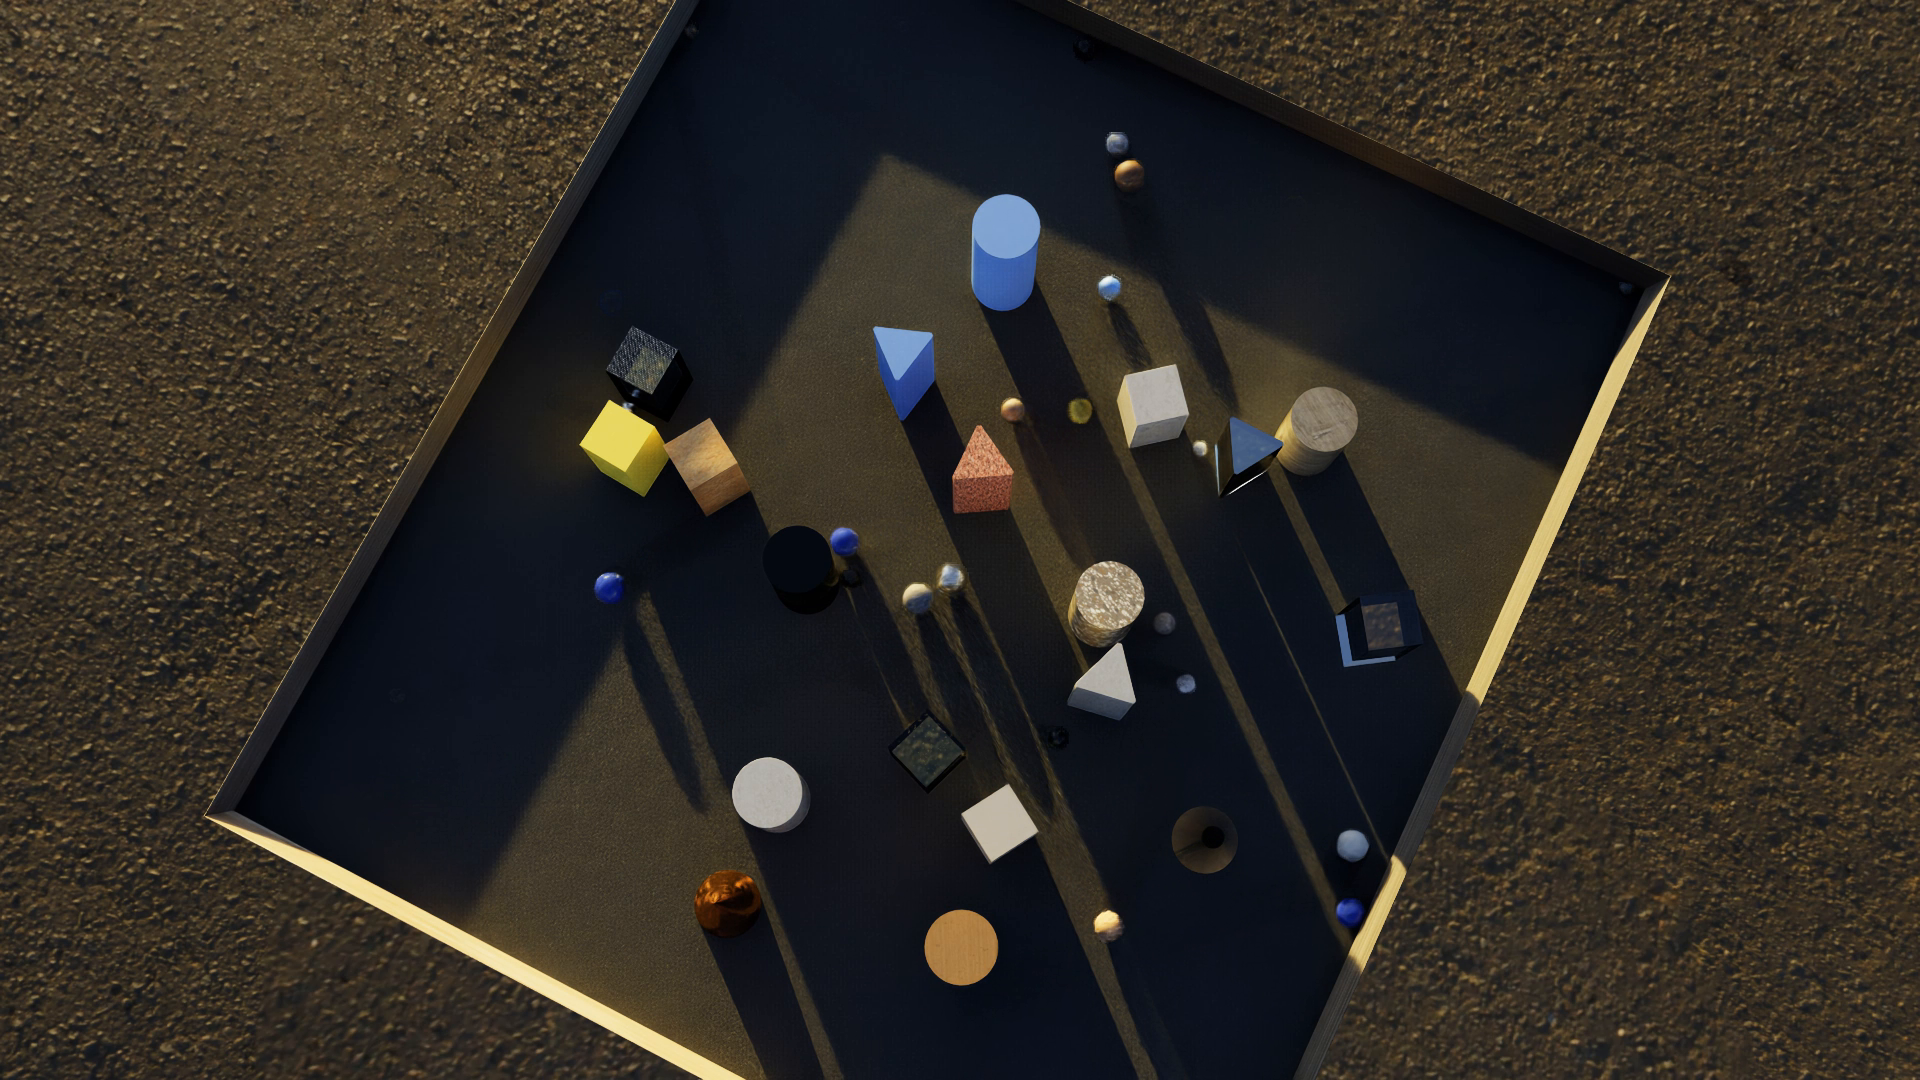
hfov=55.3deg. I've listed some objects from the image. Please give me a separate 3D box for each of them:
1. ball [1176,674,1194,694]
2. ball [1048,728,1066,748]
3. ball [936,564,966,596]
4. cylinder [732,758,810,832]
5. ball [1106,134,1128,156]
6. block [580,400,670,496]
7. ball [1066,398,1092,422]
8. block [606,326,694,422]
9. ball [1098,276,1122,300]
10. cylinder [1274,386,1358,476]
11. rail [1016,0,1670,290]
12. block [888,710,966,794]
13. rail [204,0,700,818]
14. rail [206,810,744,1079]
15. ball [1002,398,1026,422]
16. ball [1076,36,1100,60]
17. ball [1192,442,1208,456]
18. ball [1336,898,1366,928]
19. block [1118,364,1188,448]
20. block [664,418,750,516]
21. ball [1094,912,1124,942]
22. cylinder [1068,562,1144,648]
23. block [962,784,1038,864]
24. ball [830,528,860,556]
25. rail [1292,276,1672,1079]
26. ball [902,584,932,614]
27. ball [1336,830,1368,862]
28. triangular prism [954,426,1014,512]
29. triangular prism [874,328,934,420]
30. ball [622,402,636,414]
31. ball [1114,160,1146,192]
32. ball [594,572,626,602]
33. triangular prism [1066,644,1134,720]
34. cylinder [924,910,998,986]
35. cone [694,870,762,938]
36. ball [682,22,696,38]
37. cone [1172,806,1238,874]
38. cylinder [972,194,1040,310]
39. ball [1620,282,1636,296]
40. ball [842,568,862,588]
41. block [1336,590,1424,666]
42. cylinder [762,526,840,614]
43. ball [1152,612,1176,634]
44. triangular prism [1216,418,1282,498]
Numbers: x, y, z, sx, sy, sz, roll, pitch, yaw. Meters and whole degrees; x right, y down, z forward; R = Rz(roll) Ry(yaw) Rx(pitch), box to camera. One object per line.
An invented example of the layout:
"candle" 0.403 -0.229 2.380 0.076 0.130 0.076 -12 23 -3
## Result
"ball" 0.677 0.432 5.499 0.055 0.055 0.055 0 78 0
"ball" 0.291 0.592 5.465 0.057 0.057 0.057 0 78 0
"ball" -0.026 0.122 5.543 0.094 0.094 0.094 0 78 0
"cylinder" -0.543 0.743 5.310 0.197 0.299 0.197 0 78 0
"ball" 0.501 -1.260 5.841 0.071 0.071 0.071 0 78 0
"block" -1.000 -0.271 5.506 0.158 0.327 0.158 30 80 6
"ball" 0.367 -0.401 5.660 0.079 0.079 0.079 0 78 0
"block" -0.939 -0.500 5.562 0.158 0.309 0.158 28 80 5
"ball" 0.469 -0.788 5.743 0.072 0.072 0.072 0 78 0
"cylinder" 1.070 -0.325 5.530 0.197 0.301 0.197 0 78 0
"rail" 0.759 -1.480 5.856 3.191 0.128 0.045 26 80 5
"block" -0.094 0.619 5.342 0.158 0.287 0.158 -43 82 -8
"rail" -1.406 -0.682 5.691 0.045 0.128 3.442 26 80 5
"rail" -0.759 1.493 5.241 3.191 0.128 0.045 26 80 5
"ball" 0.166 -0.400 5.663 0.071 0.071 0.071 0 78 0
"ball" 0.410 -1.585 5.905 0.078 0.078 0.078 0 78 0
"ball" 0.741 -0.279 5.652 0.044 0.044 0.044 0 78 0
"ball" 1.141 1.087 5.348 0.085 0.085 0.085 0 78 0
"block" 0.583 -0.403 5.563 0.158 0.269 0.158 -12 79 -3
"block" -0.753 -0.213 5.481 0.158 0.351 0.158 -31 80 -6
"ball" 0.434 1.126 5.339 0.087 0.087 0.087 0 78 0
"cylinder" 0.427 0.193 5.397 0.197 0.351 0.197 0 78 0
"block" 0.113 0.824 5.297 0.158 0.291 0.158 -32 80 -6
"ball" -0.350 0.006 5.570 0.089 0.089 0.089 0 78 0
"rail" 1.406 0.695 5.406 0.045 0.128 3.442 26 80 5
"ball" -0.128 0.178 5.533 0.092 0.092 0.092 0 78 0
"ball" 1.151 0.899 5.383 0.094 0.094 0.094 0 78 0
"triangular prism" 0.060 -0.209 5.430 0.171 0.450 0.148 -5 78 -1
"triangular prism" -0.189 -0.525 5.501 0.148 0.440 0.171 36 81 7
"ball" -1.027 -0.406 5.677 0.047 0.047 0.047 0 78 0
"ball" 0.538 -1.152 5.805 0.099 0.099 0.099 0 78 0
"ball" -1.057 0.143 5.540 0.092 0.092 0.092 0 78 0
"triangular prism" 0.424 0.402 5.307 0.171 0.444 0.148 16 79 3
"cylinder" 0.004 1.138 5.134 0.197 0.485 0.197 0 78 0
"cone" -0.684 1.040 5.245 0.197 0.306 0.197 0 78 0
"ball" -0.877 -1.648 5.932 0.050 0.050 0.050 0 78 0
"cone" 0.726 0.859 5.287 0.197 0.297 0.197 0 78 0
"cylinder" 0.135 -0.865 5.557 0.197 0.468 0.197 0 78 0
"ball" 2.098 -0.791 5.758 0.044 0.044 0.044 0 78 0
"ball" -0.329 0.114 5.562 0.060 0.060 0.060 0 78 0
"block" 1.228 0.262 5.387 0.158 0.344 0.158 -7 78 -1
"cylinder" -0.465 0.092 5.409 0.197 0.369 0.197 0 78 0
"ball" 0.616 0.253 5.530 0.068 0.068 0.068 0 78 0
"triangular prism" 0.834 -0.266 5.510 0.171 0.317 0.148 -32 80 -6
